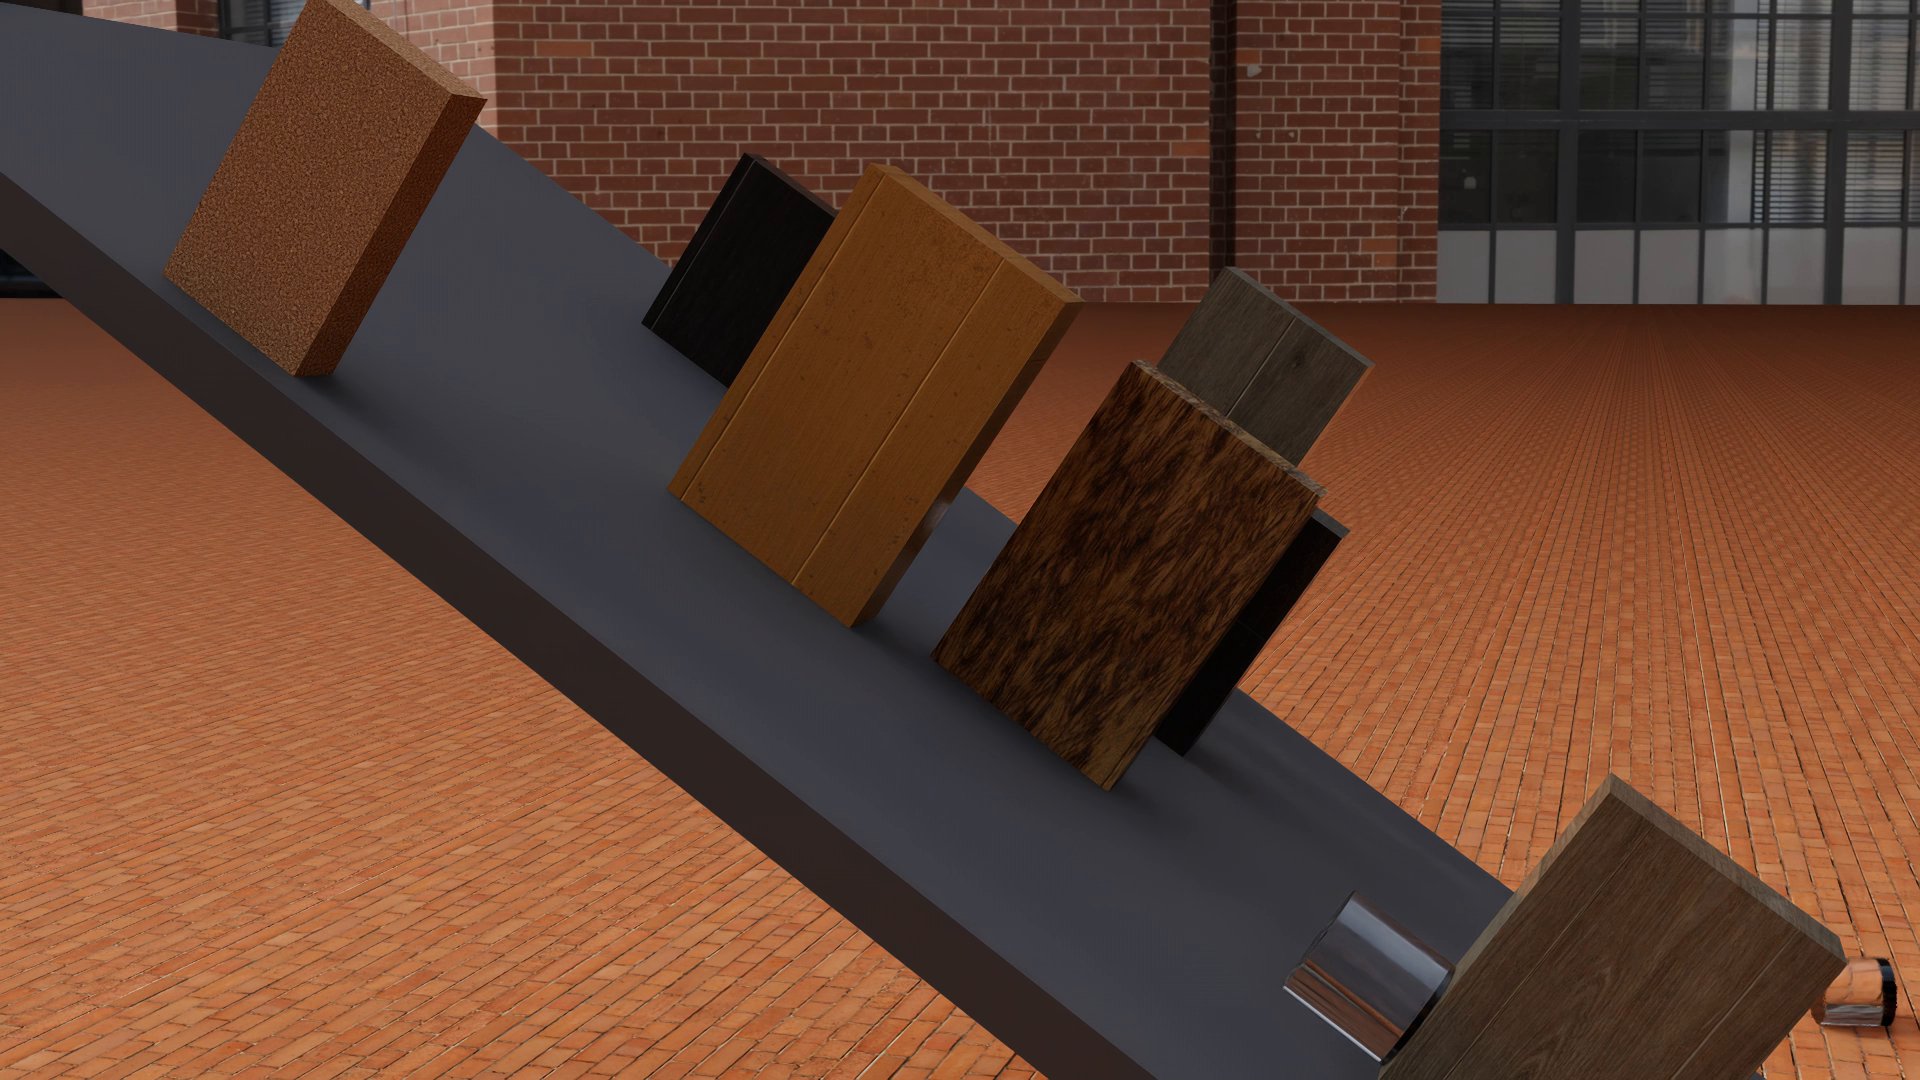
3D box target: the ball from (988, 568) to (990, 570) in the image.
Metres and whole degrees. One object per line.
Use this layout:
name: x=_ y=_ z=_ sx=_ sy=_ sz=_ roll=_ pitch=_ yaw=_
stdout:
ball: x=0.102 y=0.088 z=4.403 sx=0.108 sy=0.108 sz=0.108 roll=0 pitch=7 yaw=0

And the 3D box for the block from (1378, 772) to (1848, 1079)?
block: x=0.987 y=0.723 z=3.369 sx=0.411 sy=0.589 sz=0.141 roll=37 pitch=15 yaw=10

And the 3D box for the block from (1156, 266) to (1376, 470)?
block: x=0.510 y=-0.163 z=4.737 sx=0.366 sy=0.773 sz=0.138 roll=37 pitch=15 yaw=10

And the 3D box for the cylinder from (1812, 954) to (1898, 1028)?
cylinder: x=2.203 y=1.115 z=5.435 sx=0.164 sy=0.164 sz=0.164 roll=-6 pitch=7 yaw=2

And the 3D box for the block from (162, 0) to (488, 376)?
block: x=-0.971 y=-0.537 z=3.350 sx=0.276 sy=0.504 sz=0.105 roll=37 pitch=15 yaw=10

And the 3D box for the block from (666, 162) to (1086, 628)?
block: x=-0.151 y=-0.249 z=3.819 sx=0.413 sy=0.681 sz=0.141 roll=37 pitch=15 yaw=10

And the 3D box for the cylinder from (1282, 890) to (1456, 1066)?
cylinder: x=0.651 y=0.697 z=3.506 sx=0.196 sy=0.196 sz=0.196 roll=37 pitch=16 yaw=11

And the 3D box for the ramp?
ramp: x=-0.104 y=0.181 z=4.089 sx=4.000 sy=0.100 sz=2.000 roll=37 pitch=15 yaw=10

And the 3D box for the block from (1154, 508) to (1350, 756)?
block: x=0.425 y=0.076 z=4.297 sx=0.426 sy=0.530 sz=0.134 roll=37 pitch=15 yaw=10

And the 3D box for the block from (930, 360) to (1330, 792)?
block: x=0.291 y=0.062 z=3.855 sx=0.397 sy=0.641 sz=0.111 roll=37 pitch=15 yaw=10

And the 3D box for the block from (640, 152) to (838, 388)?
block: x=-0.389 y=-0.517 z=4.623 sx=0.410 sy=0.429 sz=0.083 roll=37 pitch=15 yaw=10
